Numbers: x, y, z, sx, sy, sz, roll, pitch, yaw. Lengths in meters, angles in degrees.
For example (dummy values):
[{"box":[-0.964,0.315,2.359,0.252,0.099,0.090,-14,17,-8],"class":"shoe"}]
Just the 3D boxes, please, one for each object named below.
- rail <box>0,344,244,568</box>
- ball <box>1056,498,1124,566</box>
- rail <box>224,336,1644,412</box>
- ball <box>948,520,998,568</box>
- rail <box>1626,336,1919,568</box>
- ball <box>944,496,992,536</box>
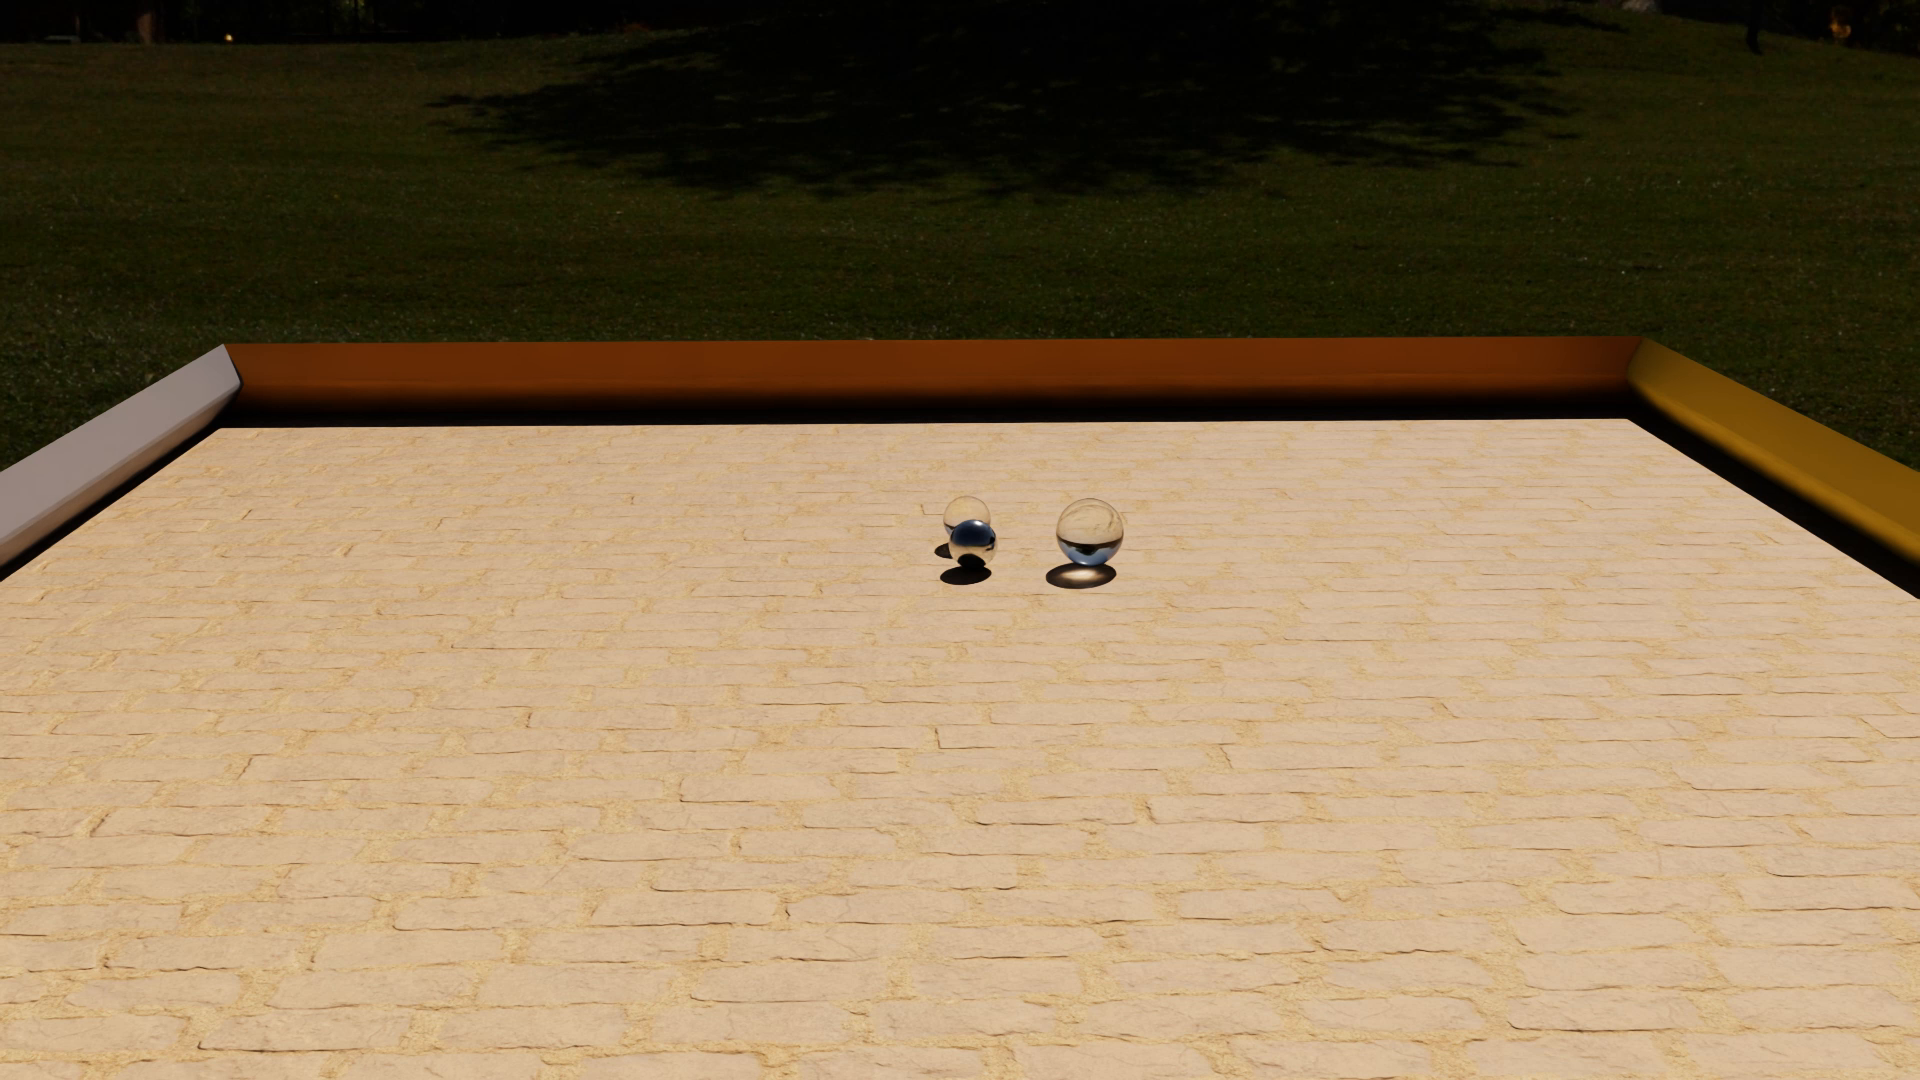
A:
[{"box":[-1.233,0.264,1.860,0.045,0.125,4.371,0,15,-2],"class":"rail"},{"box":[0.175,-0.010,2.969,0.092,0.092,0.092,0,15,0],"class":"ball"},{"box":[-0.035,-0.297,3.989,2.585,0.125,0.045,0,15,-2],"class":"rail"},{"box":[0.018,0.005,2.959,0.067,0.067,0.067,0,15,0],"class":"ball"},{"box":[1.304,0.243,1.939,0.045,0.125,4.371,0,15,-2],"class":"rail"},{"box":[0.010,-0.028,3.086,0.067,0.067,0.067,0,15,0],"class":"ball"}]
